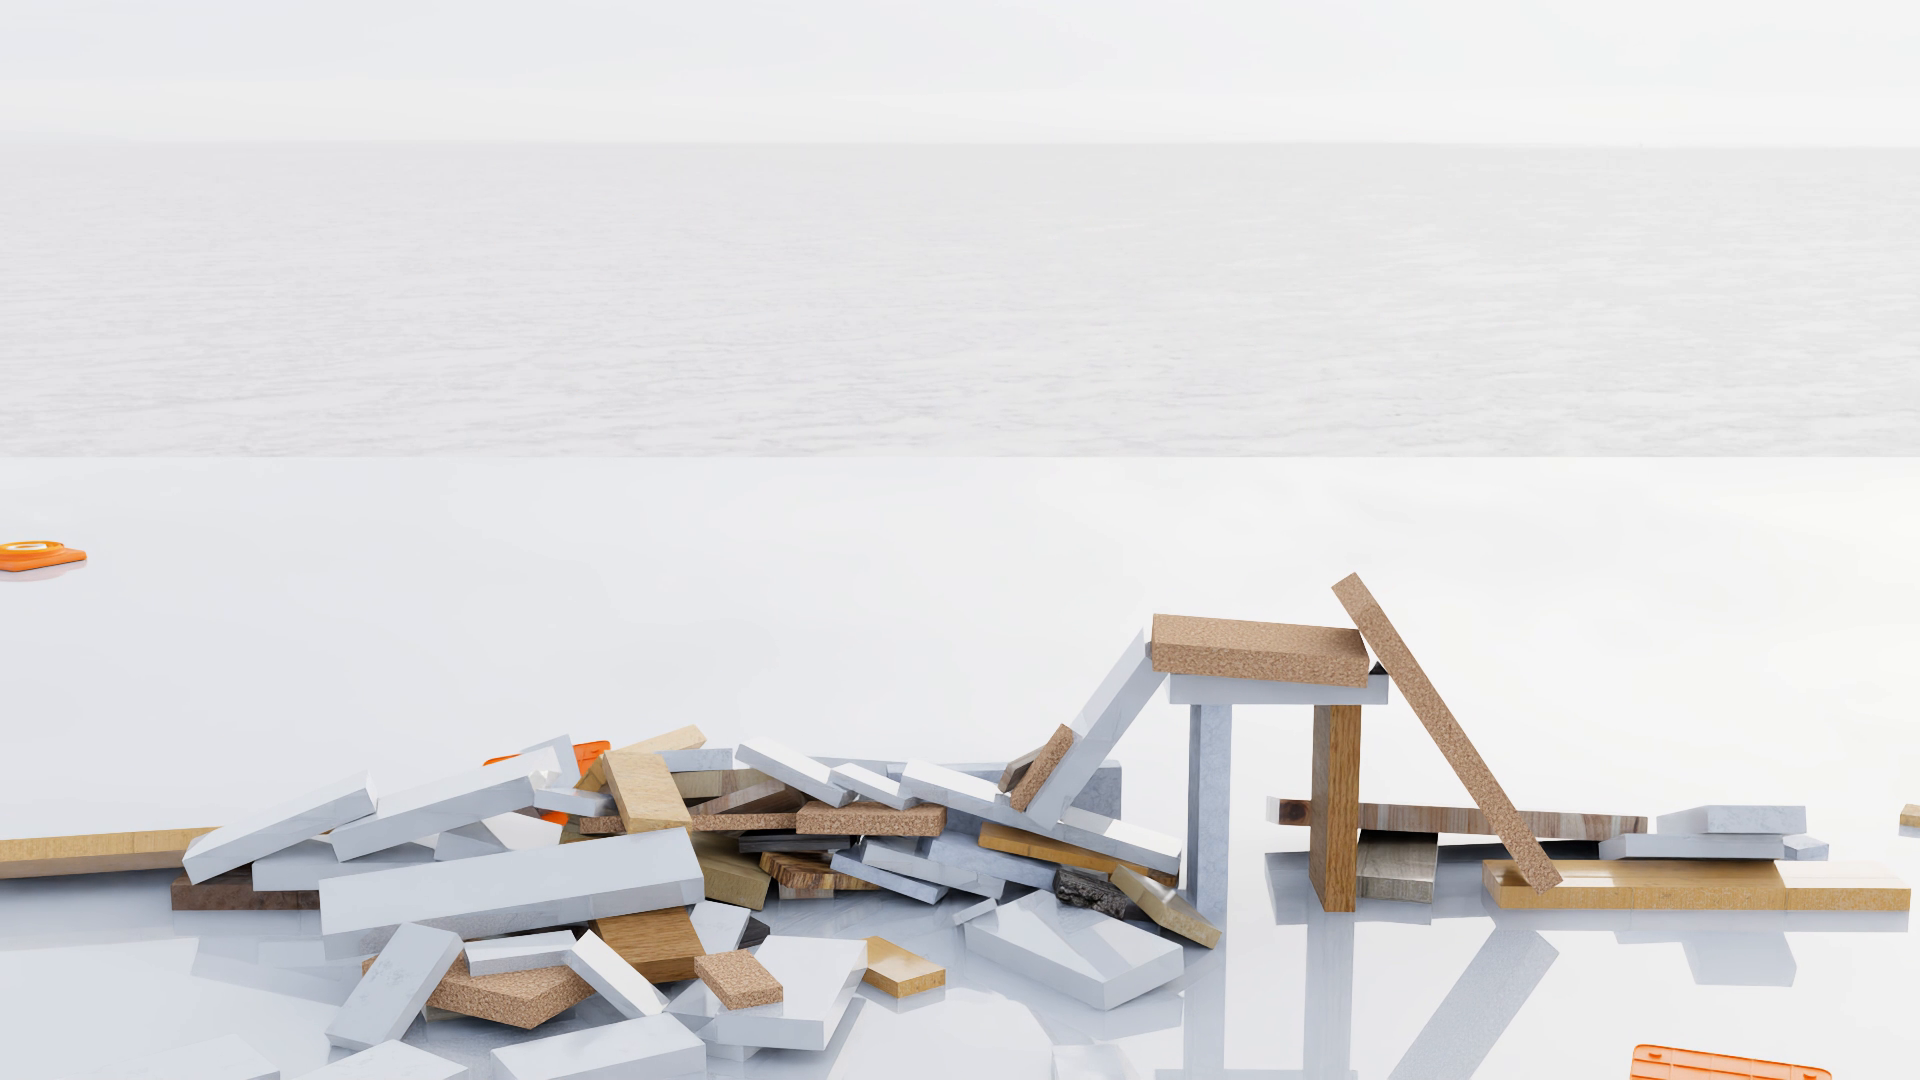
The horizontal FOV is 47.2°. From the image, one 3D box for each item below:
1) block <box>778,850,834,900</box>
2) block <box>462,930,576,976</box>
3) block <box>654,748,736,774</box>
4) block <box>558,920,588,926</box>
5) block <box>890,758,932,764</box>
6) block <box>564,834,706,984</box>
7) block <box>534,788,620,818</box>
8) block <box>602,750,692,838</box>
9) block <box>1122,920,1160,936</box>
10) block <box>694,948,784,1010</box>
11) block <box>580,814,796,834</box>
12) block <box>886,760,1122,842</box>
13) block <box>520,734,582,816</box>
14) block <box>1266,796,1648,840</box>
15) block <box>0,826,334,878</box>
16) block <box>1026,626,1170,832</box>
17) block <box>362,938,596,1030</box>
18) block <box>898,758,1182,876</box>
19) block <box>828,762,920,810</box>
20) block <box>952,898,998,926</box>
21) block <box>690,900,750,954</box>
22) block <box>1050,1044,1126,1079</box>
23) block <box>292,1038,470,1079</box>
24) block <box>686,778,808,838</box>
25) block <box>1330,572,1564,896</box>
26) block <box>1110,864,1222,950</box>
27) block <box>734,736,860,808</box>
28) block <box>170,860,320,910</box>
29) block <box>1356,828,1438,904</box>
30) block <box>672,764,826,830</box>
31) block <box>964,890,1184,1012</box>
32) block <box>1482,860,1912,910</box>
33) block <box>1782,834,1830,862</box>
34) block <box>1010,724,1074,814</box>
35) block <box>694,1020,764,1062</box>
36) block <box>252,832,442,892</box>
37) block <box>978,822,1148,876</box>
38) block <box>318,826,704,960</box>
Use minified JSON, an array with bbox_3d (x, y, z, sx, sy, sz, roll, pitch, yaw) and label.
[{"bbox_3d":[-0.271,0.553,3.800,0.088,0.025,0.317,-1,11,-6],"label":"block"},{"bbox_3d":[-0.633,0.596,3.174,0.157,0.022,0.078,-4,11,-20],"label":"block"},{"bbox_3d":[-0.469,0.434,3.945,0.137,0.039,0.275,-2,-22,-3],"label":"block"},{"bbox_3d":[-0.543,0.572,3.440,0.178,0.025,0.089,6,20,-18],"label":"block"},{"bbox_3d":[-0.044,0.479,4.207,0.075,0.021,0.378,-3,11,-18],"label":"block"},{"bbox_3d":[-0.503,0.561,3.372,0.137,0.039,0.372,-3,23,-21],"label":"block"},{"bbox_3d":[-0.619,0.428,3.592,0.099,0.028,0.199,9,-5,6],"label":"block"},{"bbox_3d":[-0.516,0.414,3.609,0.099,0.028,0.342,6,11,-17],"label":"block"},{"bbox_3d":[0.270,0.624,3.437,0.060,0.017,0.120,3,11,18],"label":"block"},{"bbox_3d":[-0.312,0.618,3.095,0.078,0.022,0.157,-5,12,-24],"label":"block"},{"bbox_3d":[-0.440,0.467,3.628,0.362,0.025,0.089,3,-9,-31],"label":"block"},{"bbox_3d":[0.076,0.475,3.825,0.405,0.170,0.048,-1,11,-5],"label":"block"},{"bbox_3d":[-0.735,0.424,3.972,0.093,0.026,0.186,-19,31,-9],"label":"block"},{"bbox_3d":[0.870,0.492,3.882,0.638,0.045,0.160,3,-4,0],"label":"block"},{"bbox_3d":[-1.261,0.523,3.765,0.780,0.036,0.129,-2,-20,-12],"label":"block"},{"bbox_3d":[0.227,0.310,3.632,0.047,0.335,0.167,34,14,-5],"label":"block"},{"bbox_3d":[-0.693,0.630,3.170,0.303,0.043,0.152,5,12,27],"label":"block"},{"bbox_3d":[0.137,0.464,3.701,0.483,0.030,0.106,17,11,3],"label":"block"},{"bbox_3d":[-0.142,0.414,3.691,0.143,0.020,0.072,20,11,21],"label":"block"},{"bbox_3d":[0.023,0.586,3.469,0.060,0.017,0.120,-22,-10,-9],"label":"block"},{"bbox_3d":[-0.381,0.610,3.370,0.083,0.024,0.167,10,22,4],"label":"block"},{"bbox_3d":[0.173,0.717,2.917,0.088,0.025,0.175,-1,11,-3],"label":"block"},{"bbox_3d":[-0.799,0.727,2.809,0.156,0.044,0.311,8,13,37],"label":"block"},{"bbox_3d":[-0.398,0.479,3.776,0.259,0.028,0.100,-20,-38,12],"label":"block"},{"bbox_3d":[0.788,0.313,3.562,0.047,0.577,0.167,-34,14,7],"label":"block"},{"bbox_3d":[0.326,0.582,3.500,0.106,0.030,0.212,27,1,-20],"label":"block"},{"bbox_3d":[-0.272,0.392,3.725,0.201,0.028,0.100,24,9,15],"label":"block"},{"bbox_3d":[-1.073,0.569,3.664,0.428,0.043,0.153,0,11,-1],"label":"block"},{"bbox_3d":[0.745,0.554,3.761,0.134,0.038,0.268,3,11,14],"label":"block"},{"bbox_3d":[-0.389,0.459,3.866,0.339,0.048,0.170,-4,-29,6],"label":"block"},{"bbox_3d":[0.170,0.619,3.341,0.160,0.045,0.320,-16,18,-36],"label":"block"},{"bbox_3d":[1.218,0.573,3.657,0.667,0.038,0.134,0,11,1],"label":"block"},{"bbox_3d":[1.460,0.534,3.912,0.075,0.021,0.149,-5,12,-24],"label":"block"},{"bbox_3d":[0.136,0.379,3.655,0.021,0.149,0.075,34,10,-5],"label":"block"},{"bbox_3d":[-0.301,0.685,3.093,0.083,0.024,0.167,5,11,23],"label":"block"},{"bbox_3d":[-0.993,0.530,3.633,0.307,0.043,0.153,-1,11,-3],"label":"block"},{"bbox_3d":[0.173,0.519,3.676,0.284,0.020,0.072,11,11,2],"label":"block"},{"bbox_3d":[-0.676,0.530,3.320,0.556,0.044,0.156,-7,24,-16],"label":"block"}]
